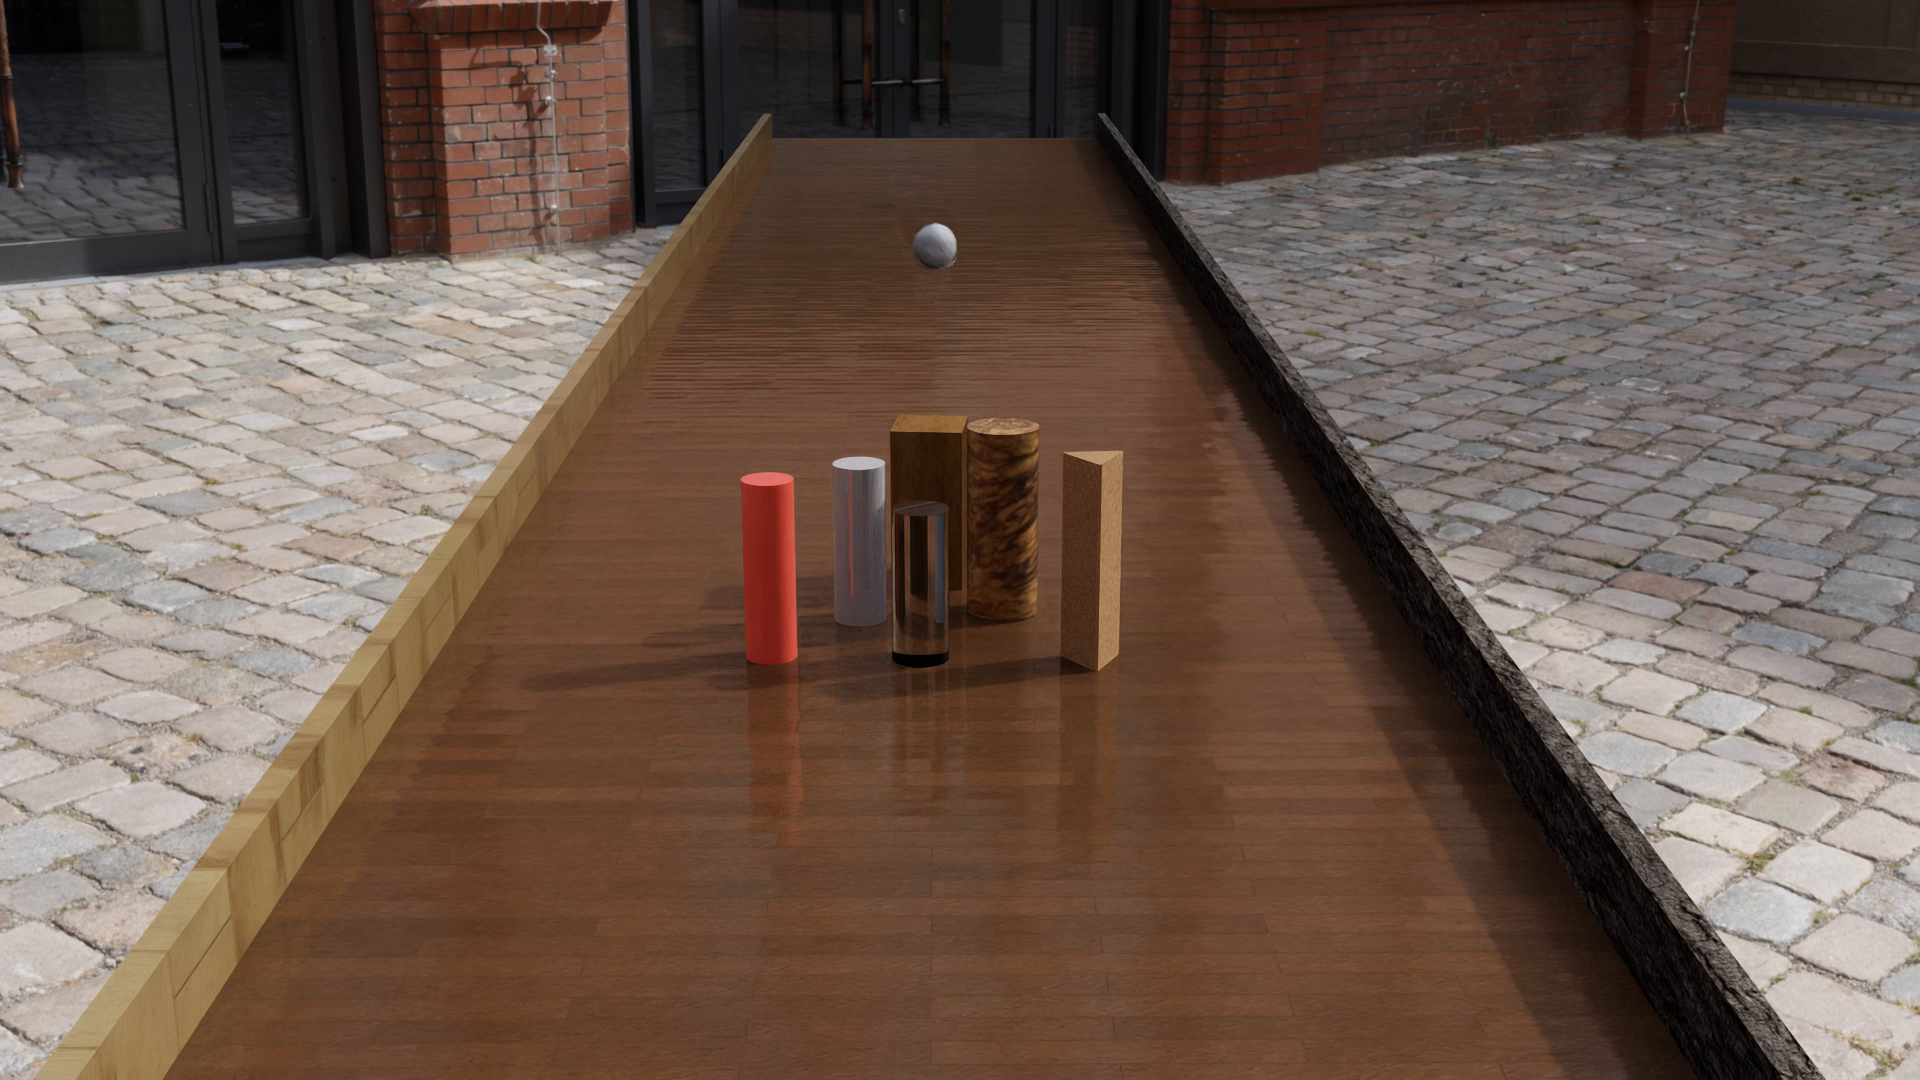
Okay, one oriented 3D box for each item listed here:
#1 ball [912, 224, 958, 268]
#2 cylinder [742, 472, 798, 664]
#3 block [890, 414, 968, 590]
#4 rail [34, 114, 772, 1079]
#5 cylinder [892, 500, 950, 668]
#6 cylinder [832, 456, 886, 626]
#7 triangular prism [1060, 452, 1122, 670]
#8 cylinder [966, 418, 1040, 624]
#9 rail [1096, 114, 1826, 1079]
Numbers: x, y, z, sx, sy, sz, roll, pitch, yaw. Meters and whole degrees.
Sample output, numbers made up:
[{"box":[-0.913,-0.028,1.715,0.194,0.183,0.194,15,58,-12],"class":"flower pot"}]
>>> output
[{"box":[-0.101,-1.194,8.926,0.180,0.180,0.180,0,17,0],"class":"ball"},{"box":[-0.380,0.057,4.387,0.103,0.370,0.103,0,17,0],"class":"cylinder"},{"box":[-0.067,-0.085,4.886,0.156,0.357,0.156,1,17,5],"class":"block"},{"box":[-1.118,-0.838,7.780,0.050,0.150,12.000,0,17,-1],"class":"rail"},{"box":[-0.079,0.087,4.384,0.114,0.313,0.114,0,17,0],"class":"cylinder"},{"box":[-0.211,0.003,4.621,0.110,0.339,0.110,0,17,0],"class":"cylinder"},{"box":[0.278,0.036,4.365,0.100,0.423,0.116,-11,20,-33],"class":"triangular prism"},{"box":[0.090,-0.042,4.651,0.151,0.408,0.151,0,17,0],"class":"cylinder"},{"box":[0.932,-0.844,7.801,0.050,0.150,12.000,0,17,-1],"class":"rail"}]
